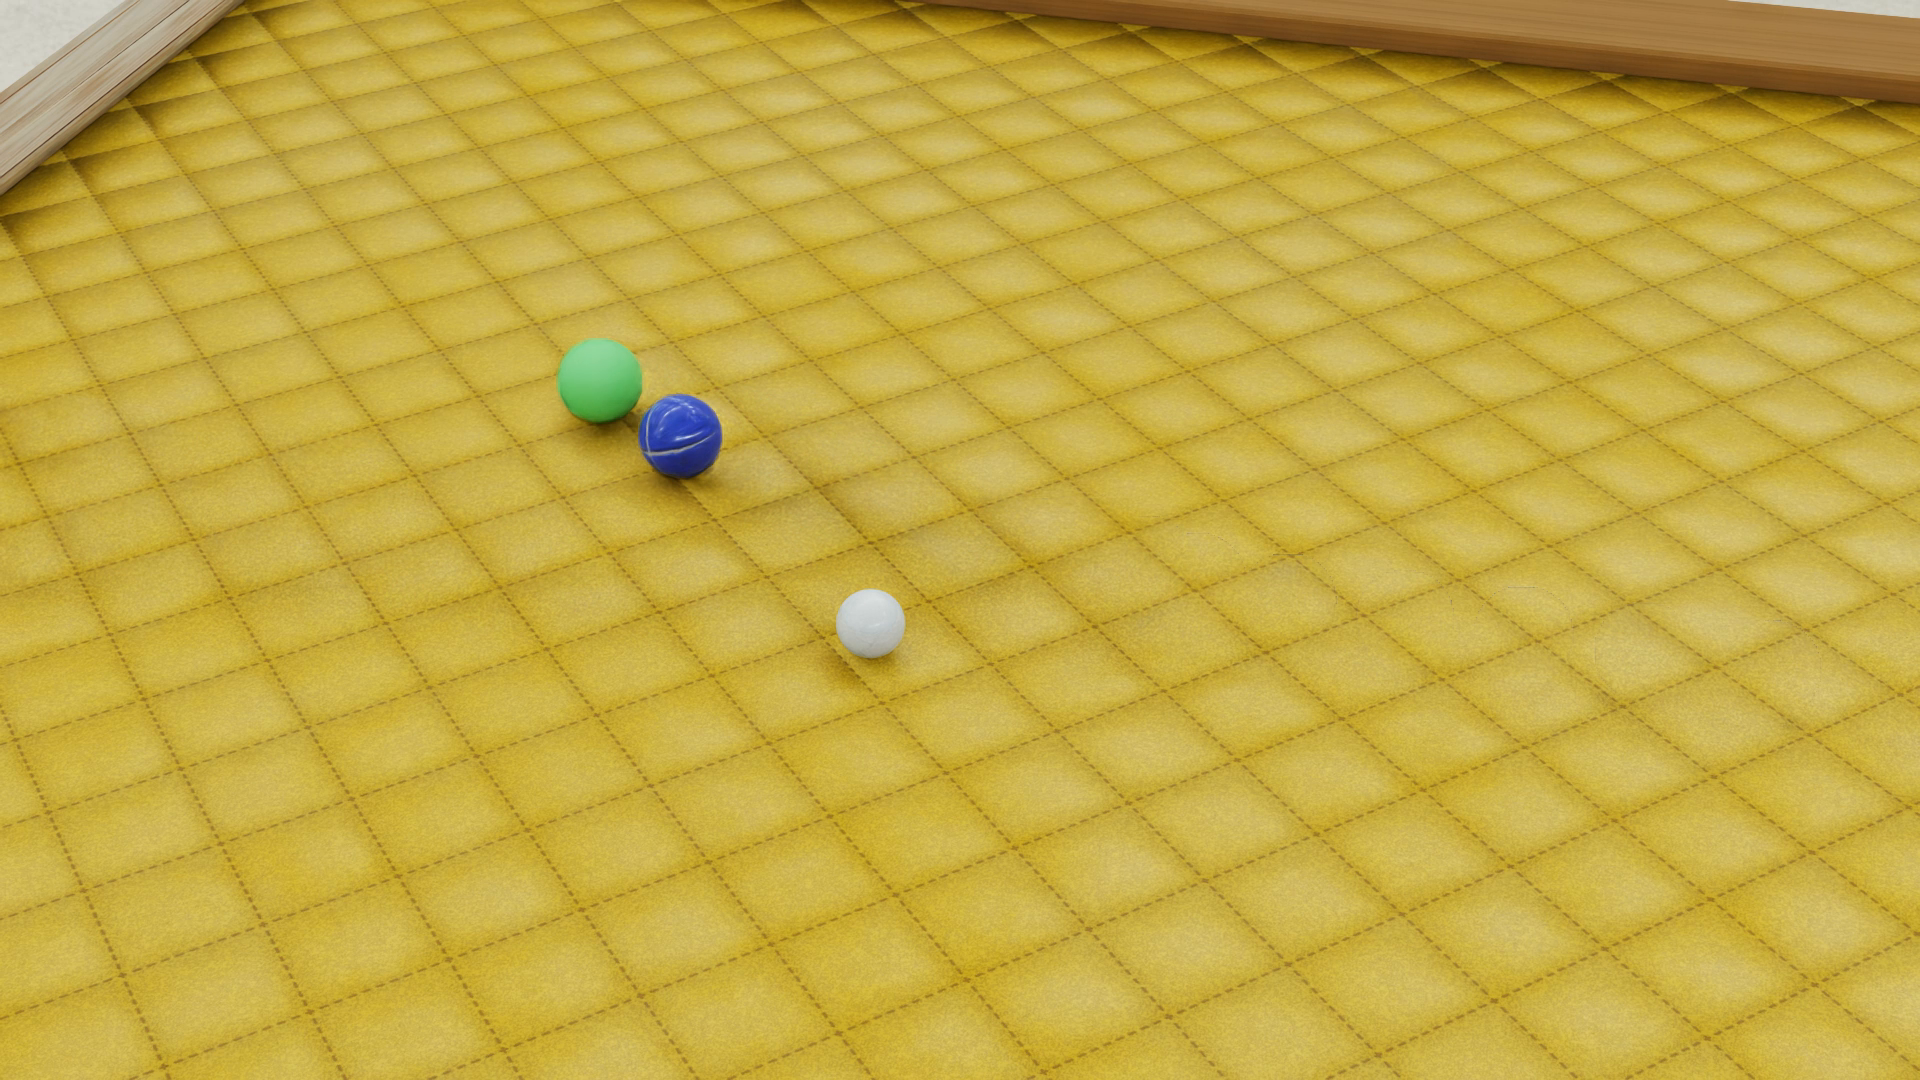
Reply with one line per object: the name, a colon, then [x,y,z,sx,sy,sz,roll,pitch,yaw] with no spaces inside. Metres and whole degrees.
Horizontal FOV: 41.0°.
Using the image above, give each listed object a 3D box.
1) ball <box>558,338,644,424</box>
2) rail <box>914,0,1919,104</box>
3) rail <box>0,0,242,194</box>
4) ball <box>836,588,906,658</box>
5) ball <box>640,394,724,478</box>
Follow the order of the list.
ball: [-0.292,-0.129,2.081,0.069,0.069,0.069,0,34,0]
rail: [1.260,-0.425,2.494,4.150,0.089,0.045,8,35,12]
rail: [-0.981,-0.157,2.104,0.045,0.089,2.087,8,35,12]
ball: [-0.063,0.059,1.823,0.050,0.050,0.050,0,34,0]
ball: [-0.219,-0.081,2.015,0.065,0.065,0.065,0,34,0]
